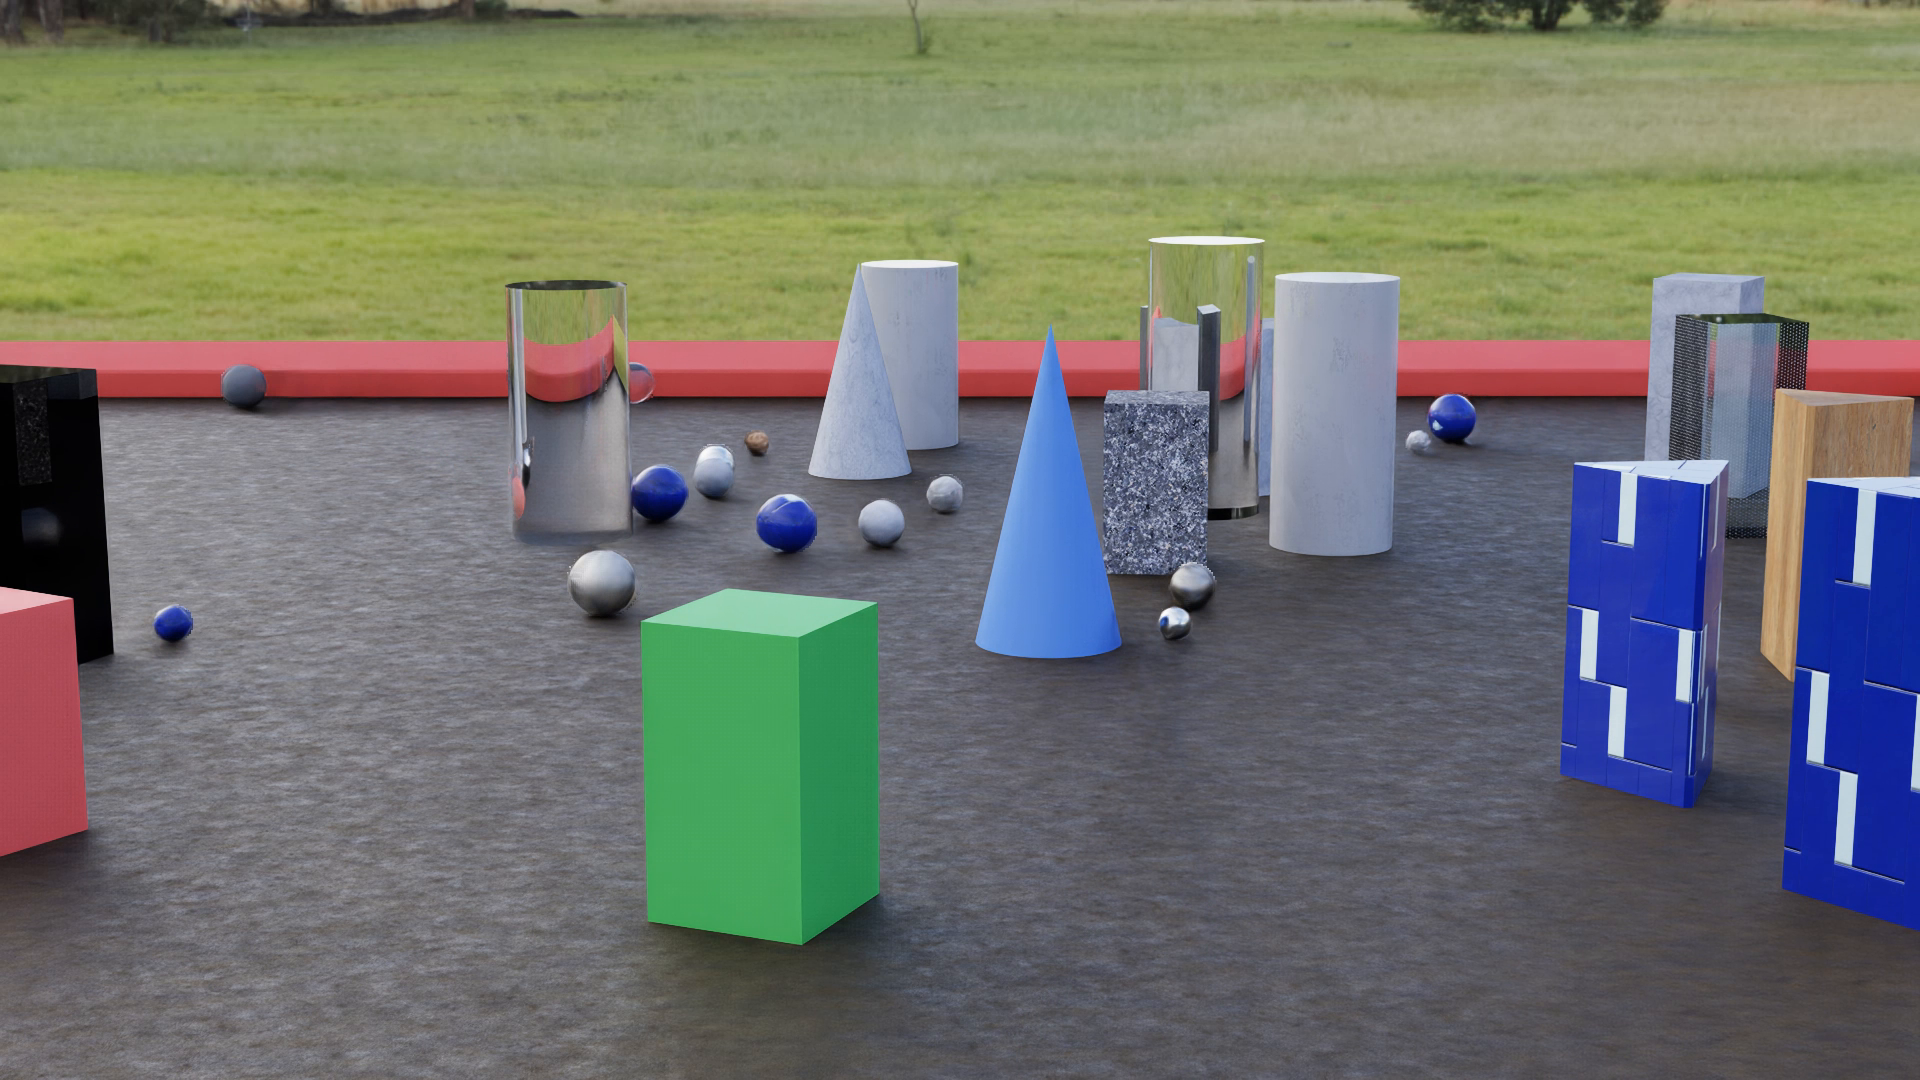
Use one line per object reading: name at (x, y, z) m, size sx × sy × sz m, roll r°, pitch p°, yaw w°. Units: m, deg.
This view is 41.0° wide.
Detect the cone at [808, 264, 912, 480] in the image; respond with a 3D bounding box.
cone at (-0.180, -0.308, 4.578) m, size 0.186 × 0.375 × 0.186 m, roll 0°, pitch 11°, yaw 0°

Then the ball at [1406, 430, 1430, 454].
ball at (0.860, -0.184, 4.815) m, size 0.043 × 0.043 × 0.043 m, roll 0°, pitch 11°, yaw 0°

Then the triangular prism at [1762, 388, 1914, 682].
triangular prism at (1.033, -0.012, 3.113) m, size 0.161 × 0.330 × 0.139 m, roll -5°, pitch 12°, yaw -25°

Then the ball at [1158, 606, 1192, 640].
ball at (0.274, 0.106, 3.269) m, size 0.042 × 0.042 × 0.042 m, roll 0°, pitch 11°, yaw 0°

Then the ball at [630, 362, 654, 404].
ball at (-0.702, -0.338, 5.515) m, size 0.090 × 0.090 × 0.090 m, roll 0°, pitch 11°, yaw 0°

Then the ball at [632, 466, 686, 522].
ball at (-0.483, -0.074, 4.107) m, size 0.089 × 0.089 × 0.089 m, roll 0°, pitch 11°, yaw 0°

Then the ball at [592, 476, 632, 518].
ball at (-0.557, -0.069, 4.131) m, size 0.069 × 0.069 × 0.069 m, roll 0°, pitch 11°, yaw 0°

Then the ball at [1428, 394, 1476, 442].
ball at (0.950, -0.236, 4.957) m, size 0.093 × 0.093 × 0.093 m, roll 0°, pitch 11°, yaw 0°

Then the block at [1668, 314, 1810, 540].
block at (1.211, -0.180, 4.005) m, size 0.149 × 0.333 × 0.149 m, roll -2°, pitch 11°, yaw -9°

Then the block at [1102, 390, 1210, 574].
block at (0.286, -0.085, 3.735) m, size 0.149 × 0.247 × 0.149 m, roll 1°, pitch 11°, yaw 5°

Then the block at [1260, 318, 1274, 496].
block at (0.536, -0.233, 4.422) m, size 0.149 × 0.284 × 0.149 m, roll -6°, pitch 12°, yaw -28°

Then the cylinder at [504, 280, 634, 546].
cylinder at (-0.602, -0.199, 3.956) m, size 0.186 × 0.388 × 0.186 m, roll 0°, pitch 11°, yaw 0°

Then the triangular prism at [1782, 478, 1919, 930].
triangular prism at (0.837, 0.133, 2.233) m, size 0.139 × 0.369 × 0.161 m, roll -7°, pitch 13°, yaw -35°

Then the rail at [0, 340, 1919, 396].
rail at (-0.013, -0.372, 5.606) m, size 4.413 × 0.121 × 0.045 m, roll 0°, pitch 11°, yaw 0°

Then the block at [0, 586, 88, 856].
block at (-0.940, 0.171, 2.419) m, size 0.149 × 0.227 × 0.149 m, roll 6°, pitch 12°, yaw 31°

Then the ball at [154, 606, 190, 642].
ball at (-1.001, 0.107, 3.257) m, size 0.045 × 0.045 × 0.045 m, roll 0°, pitch 11°, yaw 0°

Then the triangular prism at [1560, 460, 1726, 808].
triangular prism at (0.726, 0.086, 2.608) m, size 0.139 × 0.324 × 0.161 m, roll -8°, pitch 13°, yaw -36°

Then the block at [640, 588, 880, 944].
block at (-0.170, 0.191, 2.213) m, size 0.149 × 0.263 × 0.149 m, roll 5°, pitch 12°, yaw 24°

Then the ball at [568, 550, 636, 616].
ball at (-0.475, 0.057, 3.408) m, size 0.088 × 0.088 × 0.088 m, roll 0°, pitch 11°, yaw 0°

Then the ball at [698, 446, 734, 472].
ball at (-0.426, -0.131, 4.474) m, size 0.065 × 0.065 × 0.065 m, roll 0°, pitch 11°, yaw 0°

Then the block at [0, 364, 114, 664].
block at (-1.149, -0.026, 3.119) m, size 0.149 × 0.356 × 0.149 m, roll 4°, pitch 11°, yaw 20°

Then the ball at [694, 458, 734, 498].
ball at (-0.416, -0.105, 4.330) m, size 0.067 × 0.067 × 0.067 m, roll 0°, pitch 11°, yaw 0°

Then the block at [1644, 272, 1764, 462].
block at (1.289, -0.275, 4.444) m, size 0.149 × 0.359 × 0.149 m, roll 7°, pitch 12°, yaw 32°

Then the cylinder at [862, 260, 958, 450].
cylinder at (-0.096, -0.358, 4.926) m, size 0.186 × 0.344 × 0.186 m, roll 0°, pitch 11°, yaw 0°

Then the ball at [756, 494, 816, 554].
ball at (-0.261, -0.024, 3.839) m, size 0.089 × 0.089 × 0.089 m, roll 0°, pitch 11°, yaw 0°

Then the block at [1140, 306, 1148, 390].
block at (0.443, -0.318, 4.930) m, size 0.149 × 0.265 × 0.149 m, roll 6°, pitch 12°, yaw 27°

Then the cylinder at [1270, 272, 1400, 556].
cylinder at (0.565, -0.193, 3.876) m, size 0.186 × 0.407 × 0.186 m, roll 0°, pitch 11°, yaw 0°

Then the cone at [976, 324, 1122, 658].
cone at (0.112, -0.071, 3.223) m, size 0.186 × 0.406 × 0.186 m, roll 0°, pitch 11°, yaw 0°

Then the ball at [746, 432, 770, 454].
ball at (-0.378, -0.181, 4.803) m, size 0.043 × 0.043 × 0.043 m, roll 0°, pitch 11°, yaw 0°

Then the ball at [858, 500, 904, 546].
ball at (-0.119, -0.025, 3.894) m, size 0.070 × 0.070 × 0.070 m, roll 0°, pitch 11°, yaw 0°

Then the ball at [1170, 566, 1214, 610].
ball at (0.311, 0.064, 3.447) m, size 0.060 × 0.060 × 0.060 m, roll 0°, pitch 11°, yaw 0°

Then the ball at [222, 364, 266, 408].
ball at (-1.520, -0.327, 5.451) m, size 0.092 × 0.092 × 0.092 m, roll 0°, pitch 11°, yaw 0°

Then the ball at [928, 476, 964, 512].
ball at (-0.024, -0.074, 4.184) m, size 0.059 × 0.059 × 0.059 m, roll 0°, pitch 11°, yaw 0°

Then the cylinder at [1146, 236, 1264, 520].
cylinder at (0.397, -0.265, 4.167) m, size 0.186 × 0.441 × 0.186 m, roll 0°, pitch 11°, yaw 0°
